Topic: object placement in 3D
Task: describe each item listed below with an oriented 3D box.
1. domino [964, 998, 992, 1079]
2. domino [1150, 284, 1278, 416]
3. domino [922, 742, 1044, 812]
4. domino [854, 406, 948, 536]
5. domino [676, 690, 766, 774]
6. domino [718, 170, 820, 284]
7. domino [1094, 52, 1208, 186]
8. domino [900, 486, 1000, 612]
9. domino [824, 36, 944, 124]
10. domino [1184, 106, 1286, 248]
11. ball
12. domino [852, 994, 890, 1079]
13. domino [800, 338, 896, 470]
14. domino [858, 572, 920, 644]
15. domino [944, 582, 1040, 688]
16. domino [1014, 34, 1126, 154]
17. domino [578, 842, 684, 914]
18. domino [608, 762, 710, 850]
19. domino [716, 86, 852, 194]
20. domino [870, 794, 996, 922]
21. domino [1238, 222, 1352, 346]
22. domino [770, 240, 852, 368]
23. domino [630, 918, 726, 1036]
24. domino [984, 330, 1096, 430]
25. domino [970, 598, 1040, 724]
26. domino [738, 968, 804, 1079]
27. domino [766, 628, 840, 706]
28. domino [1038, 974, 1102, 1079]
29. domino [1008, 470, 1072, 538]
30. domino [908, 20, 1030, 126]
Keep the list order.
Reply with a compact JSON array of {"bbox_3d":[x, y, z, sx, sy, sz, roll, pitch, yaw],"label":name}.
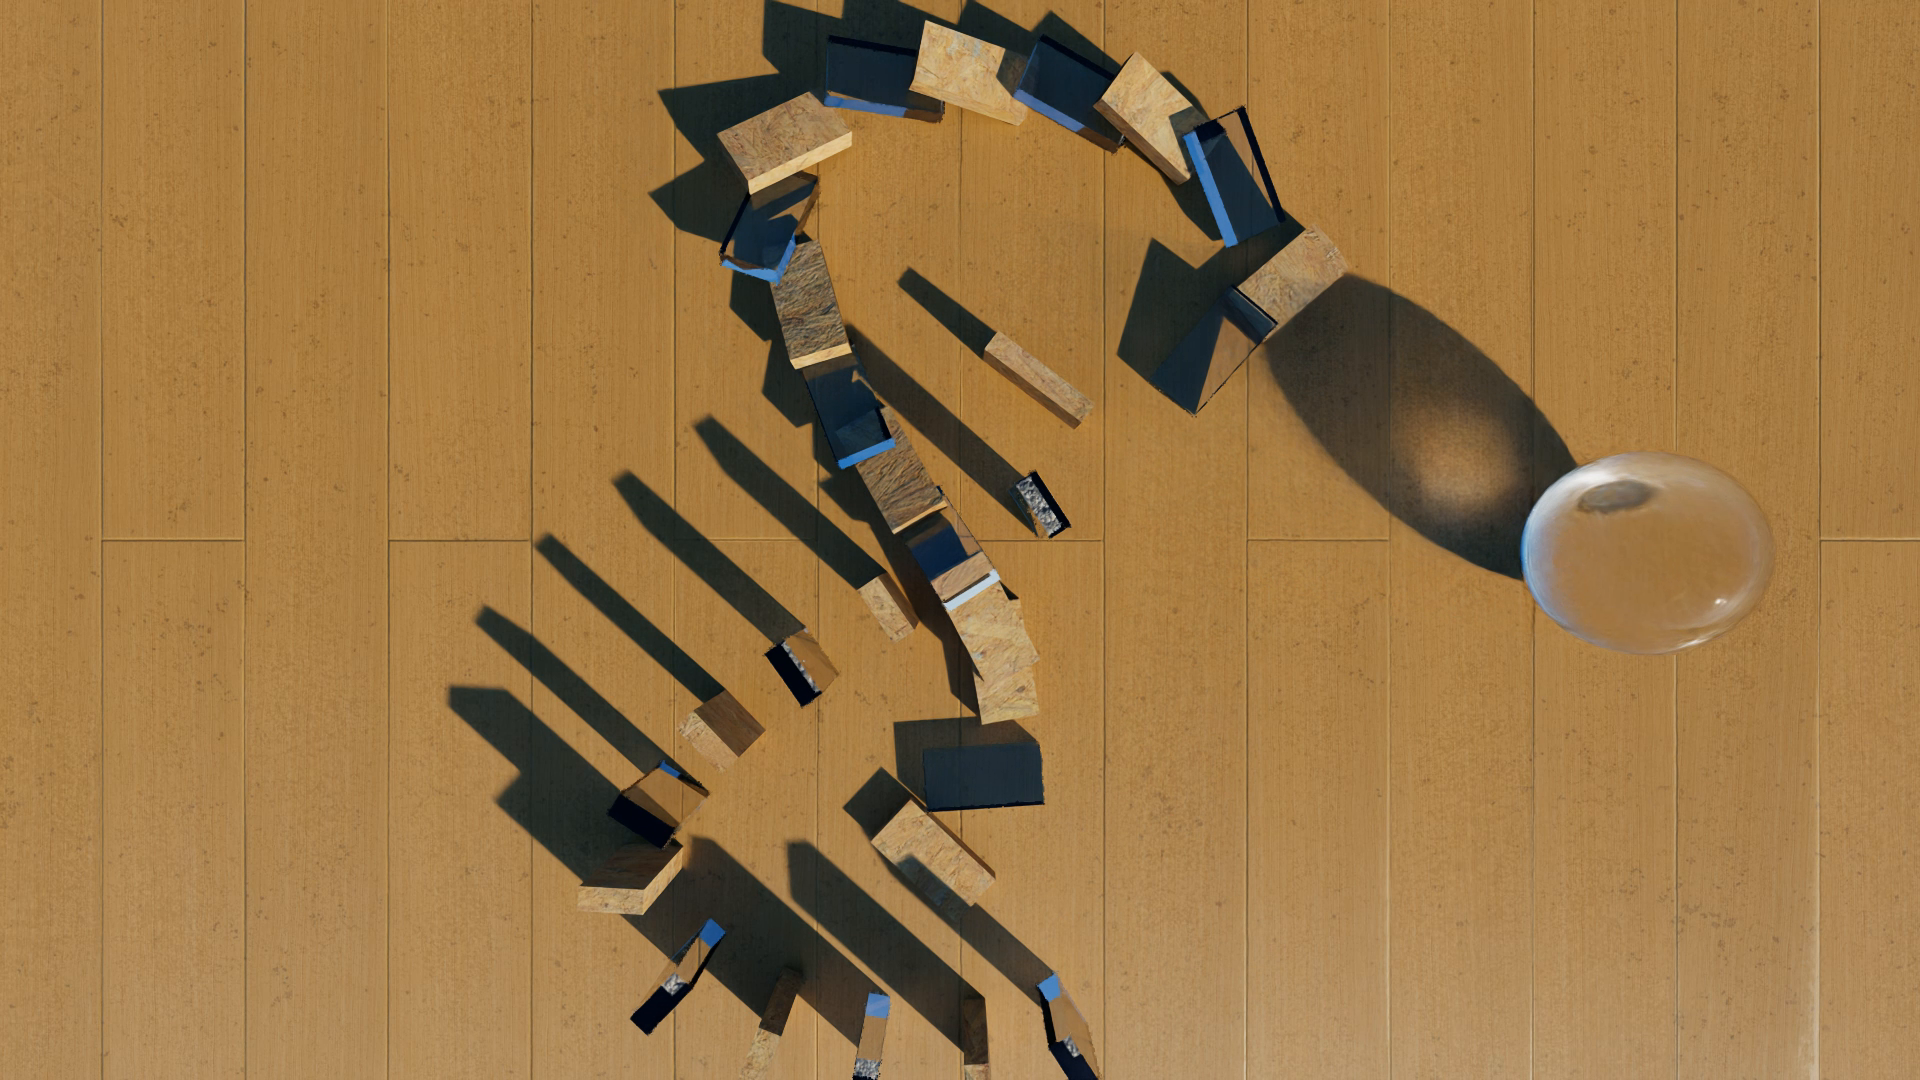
[{"bbox_3d":[0.007,0.213,0.375,0.010,0.050,0.025,-5,90,0],"label":"domino"},{"bbox_3d":[0.107,-0.080,0.390,0.025,0.010,0.050,41,102,2],"label":"domino"},{"bbox_3d":[0.010,0.102,0.395,0.050,0.010,0.025,-4,90,0],"label":"domino"},{"bbox_3d":[-0.029,-0.029,0.388,0.025,0.009,0.050,-30,73,0],"label":"domino"},{"bbox_3d":[-0.097,0.077,0.375,0.009,0.050,0.025,-44,90,0],"label":"domino"},{"bbox_3d":[-0.080,-0.135,0.388,0.025,0.009,0.050,19,72,0],"label":"domino"},{"bbox_3d":[0.084,-0.178,0.388,0.050,0.010,0.025,36,87,-15],"label":"domino"},{"bbox_3d":[-0.007,0.003,0.382,0.025,0.010,0.050,-33,57,-2],"label":"domino"},{"bbox_3d":[-0.031,-0.196,0.390,0.050,0.010,0.025,3,90,-13],"label":"domino"},{"bbox_3d":[0.117,-0.153,0.389,0.025,0.010,0.050,-27,100,-10],"label":"domino"},{"bbox_3d":[0.267,0.005,0.360,0.080,0.080,0.080,0,90,0],"label":"ball"},{"bbox_3d":[-0.037,0.211,0.375,0.010,0.050,0.025,10,90,0],"label":"domino"},{"bbox_3d":[-0.048,-0.058,0.388,0.025,0.010,0.050,-23,73,0],"label":"domino"},{"bbox_3d":[-0.028,0.027,0.375,0.010,0.050,0.025,-34,90,0],"label":"domino"},{"bbox_3d":[0.011,0.034,0.386,0.025,0.010,0.050,-28,90,0],"label":"domino"},{"bbox_3d":[0.051,-0.189,0.390,0.050,0.010,0.025,23,90,-13],"label":"domino"},{"bbox_3d":[-0.133,0.138,0.375,0.025,0.050,0.009,3,90,0],"label":"domino"},{"bbox_3d":[-0.122,0.108,0.375,0.025,0.050,0.009,33,90,0],"label":"domino"},{"bbox_3d":[-0.074,-0.169,0.388,0.050,0.010,0.025,-32,83,-14],"label":"domino"},{"bbox_3d":[-0.011,0.137,0.395,0.050,0.010,0.025,43,90,0],"label":"domino"},{"bbox_3d":[0.140,-0.110,0.395,0.050,0.009,0.025,-40,90,0],"label":"domino"},{"bbox_3d":[-0.065,-0.100,0.390,0.025,0.010,0.050,-17,77,0],"label":"domino"},{"bbox_3d":[-0.114,0.177,0.375,0.010,0.050,0.025,44,90,0],"label":"domino"},{"bbox_3d":[0.033,-0.067,0.388,0.050,0.025,0.010,37,90,0],"label":"domino"},{"bbox_3d":[0.017,0.052,0.395,0.025,0.009,0.050,-10,90,0],"label":"domino"},{"bbox_3d":[-0.077,0.200,0.375,0.009,0.050,0.025,21,90,0],"label":"domino"},{"bbox_3d":[-0.064,0.051,0.375,0.010,0.050,0.025,-35,90,0],"label":"domino"},{"bbox_3d":[0.045,0.202,0.375,0.010,0.050,0.025,-33,90,0],"label":"domino"},{"bbox_3d":[0.032,-0.014,0.375,0.009,0.050,0.025,-33,90,0],"label":"domino"},{"bbox_3d":[0.006,-0.197,0.389,0.050,0.010,0.025,11,90,-16],"label":"domino"}]
